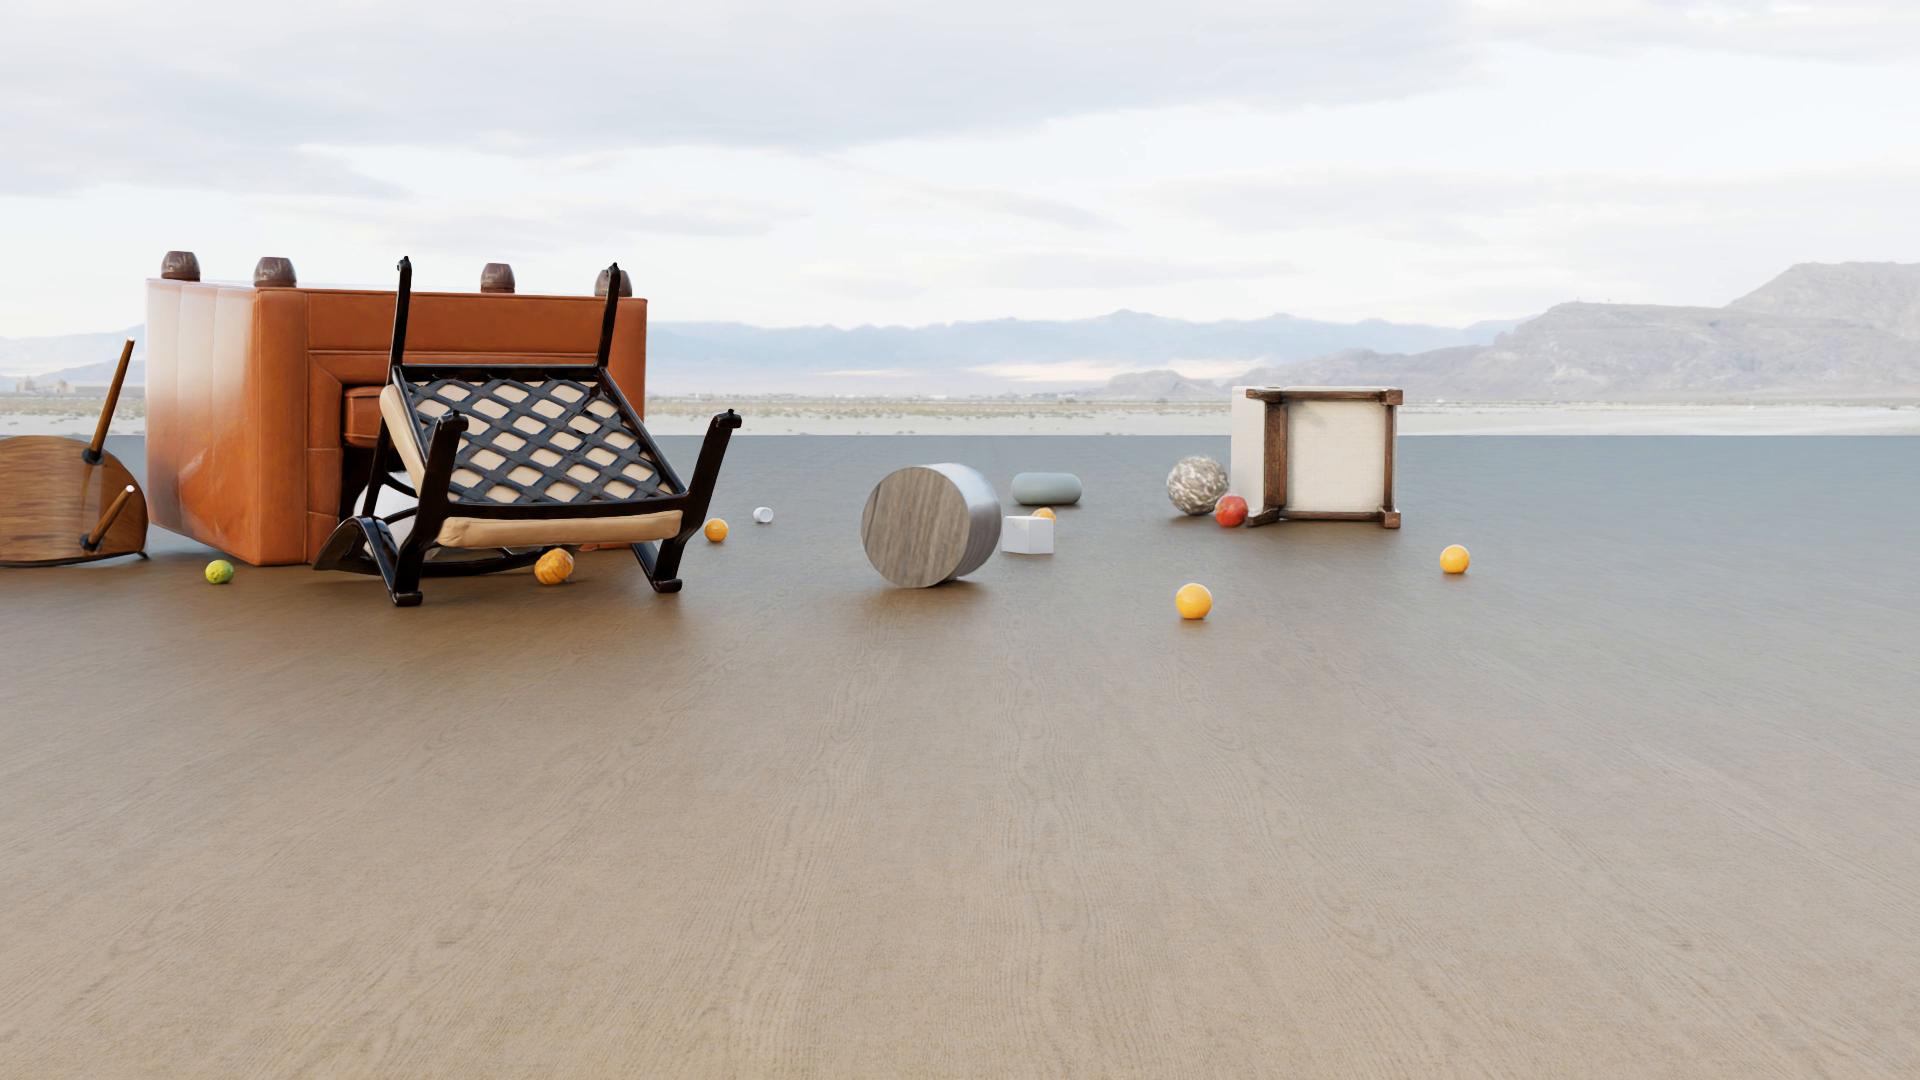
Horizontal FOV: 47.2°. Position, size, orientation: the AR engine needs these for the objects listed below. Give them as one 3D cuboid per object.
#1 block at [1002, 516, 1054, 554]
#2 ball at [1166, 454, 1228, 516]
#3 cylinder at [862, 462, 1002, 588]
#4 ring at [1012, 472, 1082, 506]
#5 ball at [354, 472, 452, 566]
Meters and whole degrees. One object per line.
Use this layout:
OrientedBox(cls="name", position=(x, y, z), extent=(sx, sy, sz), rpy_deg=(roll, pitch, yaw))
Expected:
OrientedBox(cls="block", position=(0.186, -0.014, 6.069), extent=(0.080, 0.094, 0.140), rpy_deg=(-2, 5, -31))
OrientedBox(cls="ball", position=(0.843, -0.196, 7.806), extent=(0.218, 0.218, 0.218), rpy_deg=(0, 4, 0))
OrientedBox(cls="cylinder", position=(-0.063, -0.037, 5.079), extent=(0.256, 0.276, 0.278), rpy_deg=(14, 7, 14))
OrientedBox(cls="ring", position=(0.339, -0.200, 8.593), extent=(0.275, 0.120, 0.362), rpy_deg=(2, 3, 12))
OrientedBox(cls="ball", position=(-1.411, -0.054, 5.566), extent=(0.241, 0.241, 0.241), rpy_deg=(0, 4, 0))
